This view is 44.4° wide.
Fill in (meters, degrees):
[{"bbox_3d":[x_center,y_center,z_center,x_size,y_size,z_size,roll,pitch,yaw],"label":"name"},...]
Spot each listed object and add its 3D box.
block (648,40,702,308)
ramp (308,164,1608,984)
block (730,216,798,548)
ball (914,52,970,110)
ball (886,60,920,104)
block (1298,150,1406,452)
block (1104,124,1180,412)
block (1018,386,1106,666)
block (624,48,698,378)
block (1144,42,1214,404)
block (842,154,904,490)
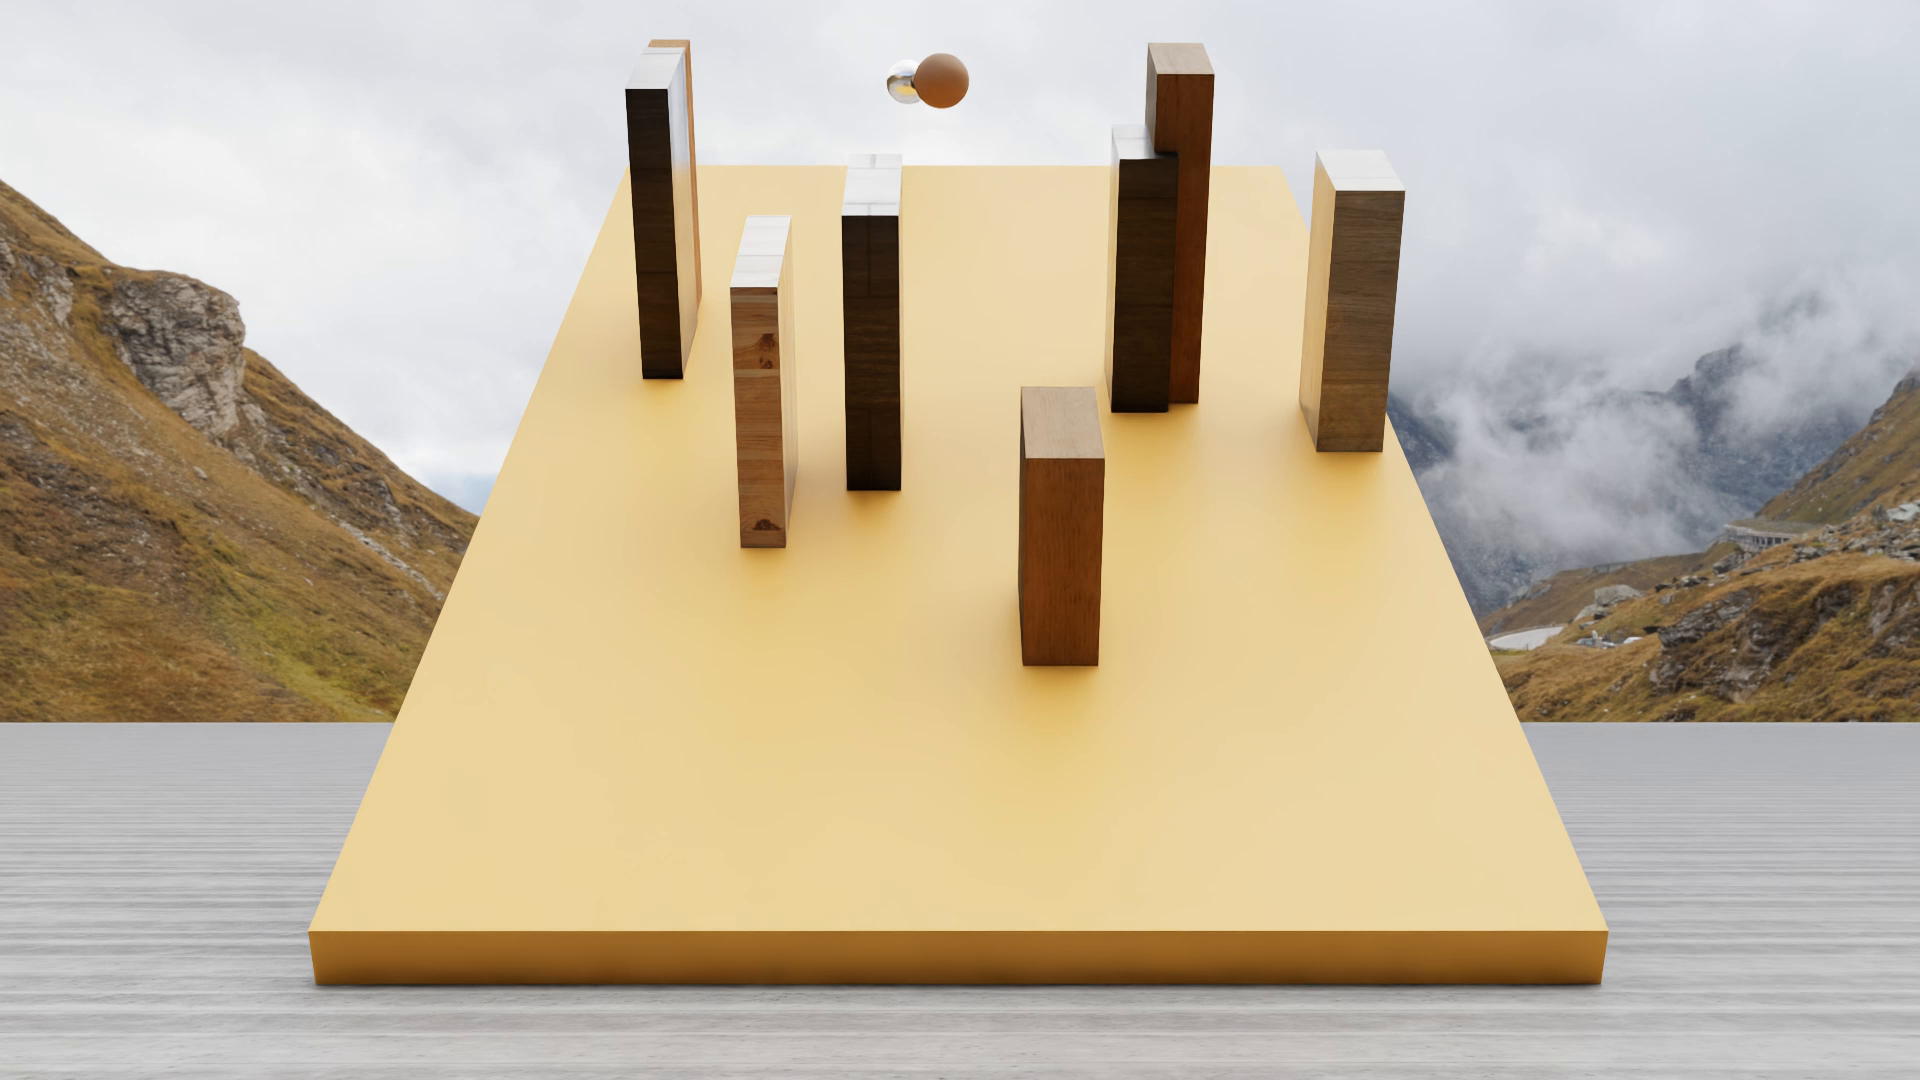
[{"bbox_3d":[-0.722,-0.866,5.861,0.097,0.675,0.365,0,26,0],"label":"block"},{"bbox_3d":[-0.010,-0.229,5.441,2.000,0.100,4.000,0,26,0],"label":"ramp"},{"bbox_3d":[-0.403,-0.335,4.897,0.093,0.565,0.444,0,26,0],"label":"block"},{"bbox_3d":[-0.056,-1.407,7.219,0.170,0.170,0.170,0,-4,0],"label":"ball"},{"bbox_3d":[-0.163,-1.431,7.360,0.139,0.139,0.139,0,-4,0],"label":"ball"},{"bbox_3d":[0.871,-0.535,5.268,0.148,0.607,0.300,0,26,0],"label":"block"},{"bbox_3d":[0.417,-0.629,5.458,0.132,0.607,0.275,0,26,0],"label":"block"},{"bbox_3d":[0.187,-0.029,4.435,0.141,0.422,0.338,0,26,0],"label":"block"},{"bbox_3d":[-0.713,-0.786,5.660,0.097,0.708,0.374,0,26,0],"label":"block"},{"bbox_3d":[0.495,-0.733,5.472,0.127,0.783,0.278,0,26,0],"label":"block"},{"bbox_3d":[-0.185,-0.479,5.134,0.117,0.618,0.433,0,26,0],"label":"block"}]
